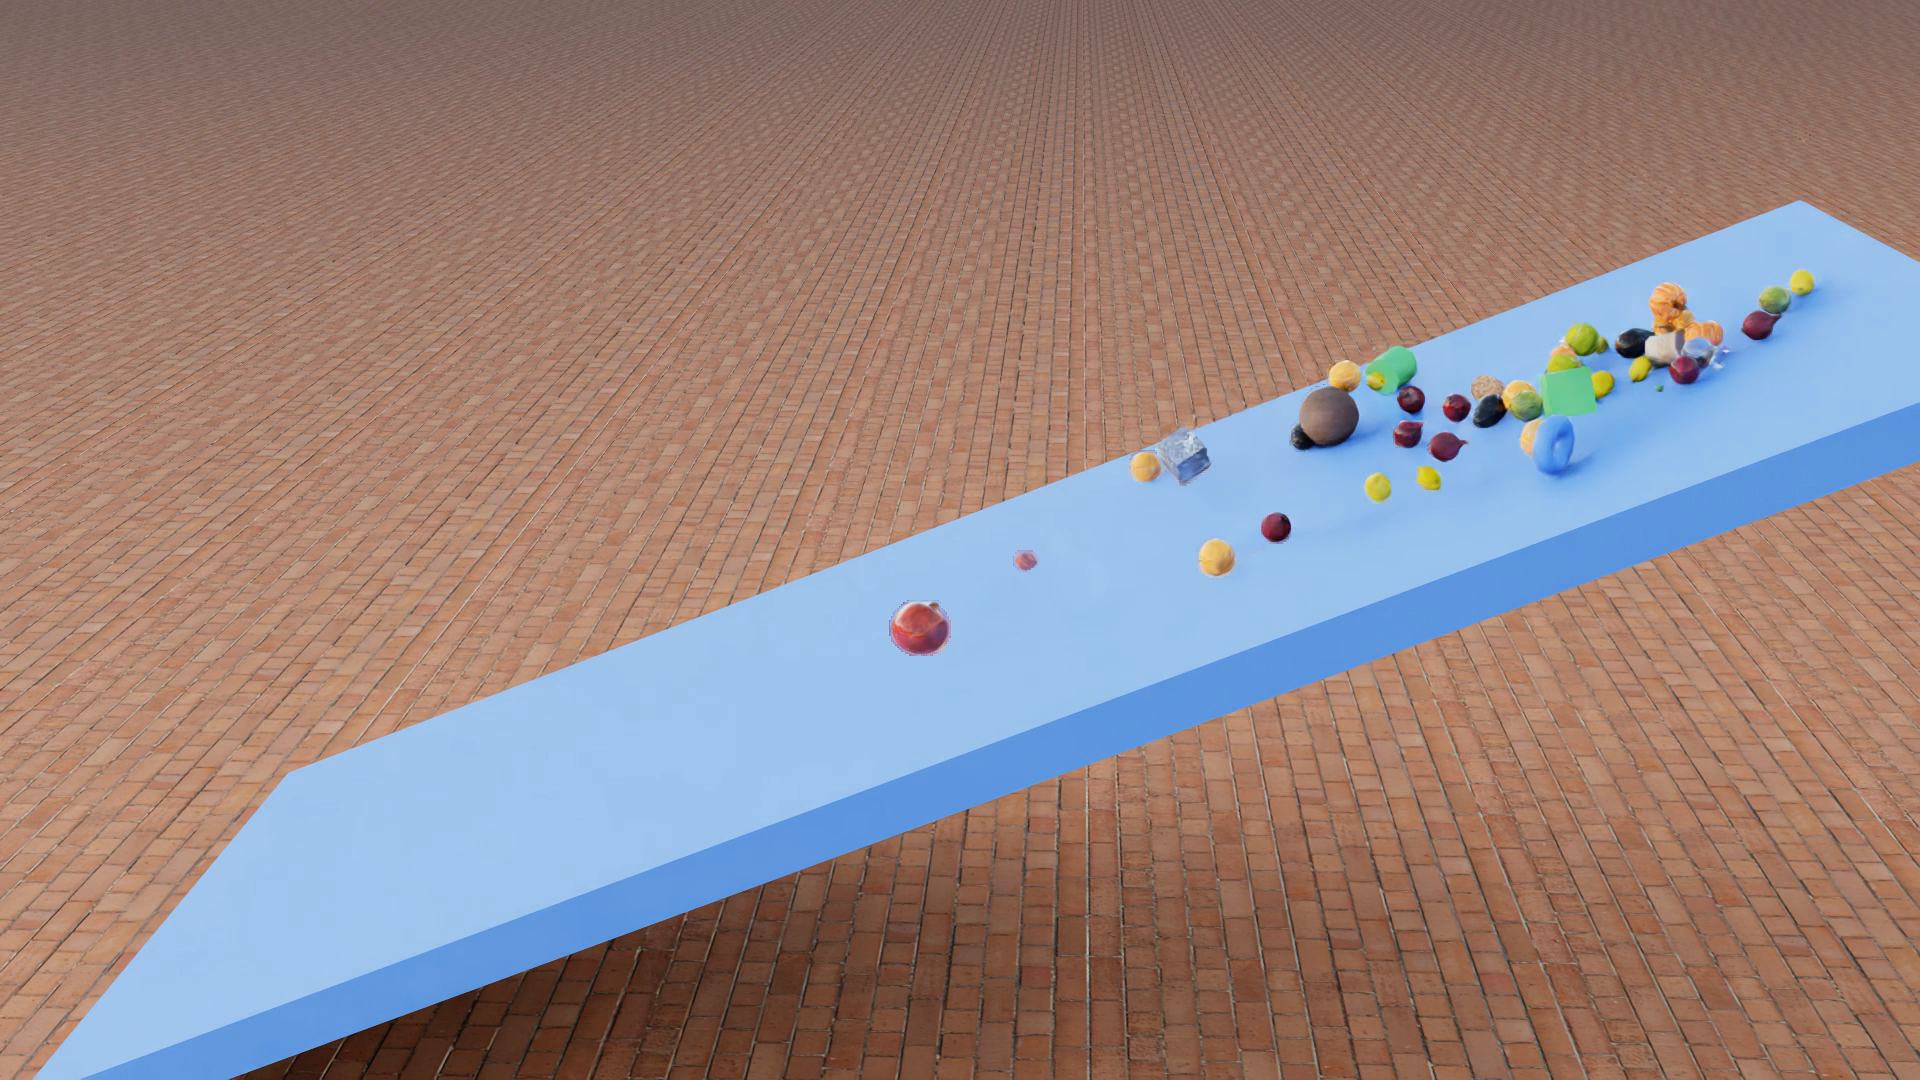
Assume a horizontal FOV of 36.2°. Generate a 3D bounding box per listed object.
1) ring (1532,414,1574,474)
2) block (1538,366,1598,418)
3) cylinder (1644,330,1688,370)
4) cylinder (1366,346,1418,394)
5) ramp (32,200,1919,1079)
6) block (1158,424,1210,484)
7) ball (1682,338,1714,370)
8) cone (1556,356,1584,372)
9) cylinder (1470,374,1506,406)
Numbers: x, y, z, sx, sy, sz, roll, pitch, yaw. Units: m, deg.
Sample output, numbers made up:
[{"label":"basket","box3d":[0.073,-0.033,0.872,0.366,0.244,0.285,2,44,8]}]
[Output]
[{"label":"ring","box3d":[1.118,-0.180,5.543,0.039,0.116,0.116,15,20,39]},{"label":"block","box3d":[1.171,-0.283,5.668,0.087,0.087,0.087,-11,3,3]},{"label":"cylinder","box3d":[1.440,-0.387,5.986,0.068,0.068,0.068,-12,3,39]},{"label":"cylinder","box3d":[0.991,-0.390,6.754,0.086,0.086,0.086,11,31,38]},{"label":"ramp","box3d":[0.123,0.174,6.291,4.000,0.100,2.000,-21,12,7]},{"label":"block","box3d":[0.500,-0.190,6.560,0.078,0.078,0.078,-34,55,-8]},{"label":"ball","box3d":[1.473,-0.373,5.869,0.065,0.065,0.065,0,14,0]},{"label":"cone","box3d":[1.266,-0.341,6.114,0.060,0.060,0.060,5,36,20]},{"label":"cylinder","box3d":[1.118,-0.317,6.228,0.059,0.059,0.059,7,0,26]}]
